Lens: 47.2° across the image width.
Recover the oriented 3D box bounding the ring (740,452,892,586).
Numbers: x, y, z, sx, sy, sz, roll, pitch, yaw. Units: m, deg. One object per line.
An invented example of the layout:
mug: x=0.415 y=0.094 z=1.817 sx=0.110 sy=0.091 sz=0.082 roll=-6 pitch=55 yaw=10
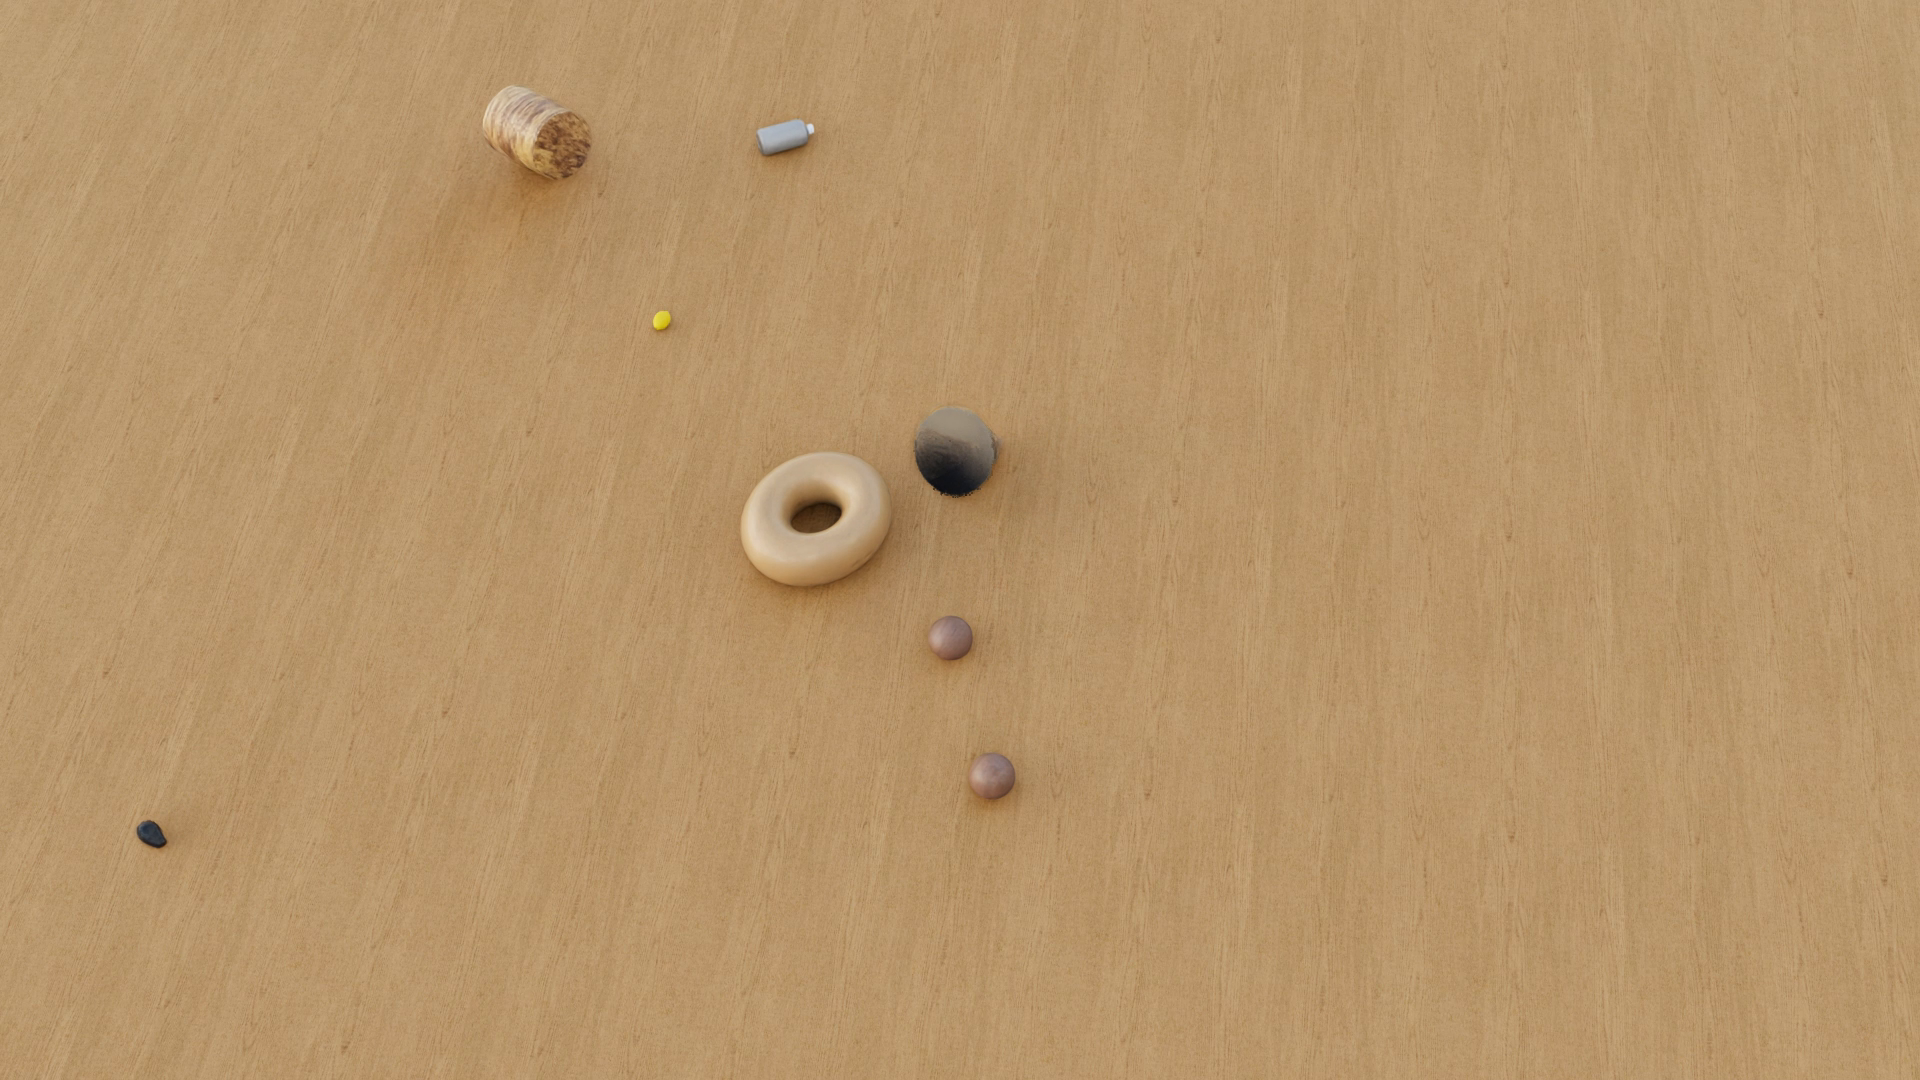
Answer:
ring: x=-0.426 y=-0.065 z=6.514 sx=0.474 sy=0.177 sz=0.414 roll=-38 pitch=63 yaw=-21

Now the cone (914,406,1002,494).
cone: x=0.056 y=-0.287 z=6.692 sx=0.234 sy=0.312 sz=0.267 roll=-15 pitch=94 yaw=-49

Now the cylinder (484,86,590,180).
cylinder: x=-1.402 y=-1.351 z=7.300 sx=0.217 sy=0.324 sz=0.233 roll=30 pitch=94 yaw=18
